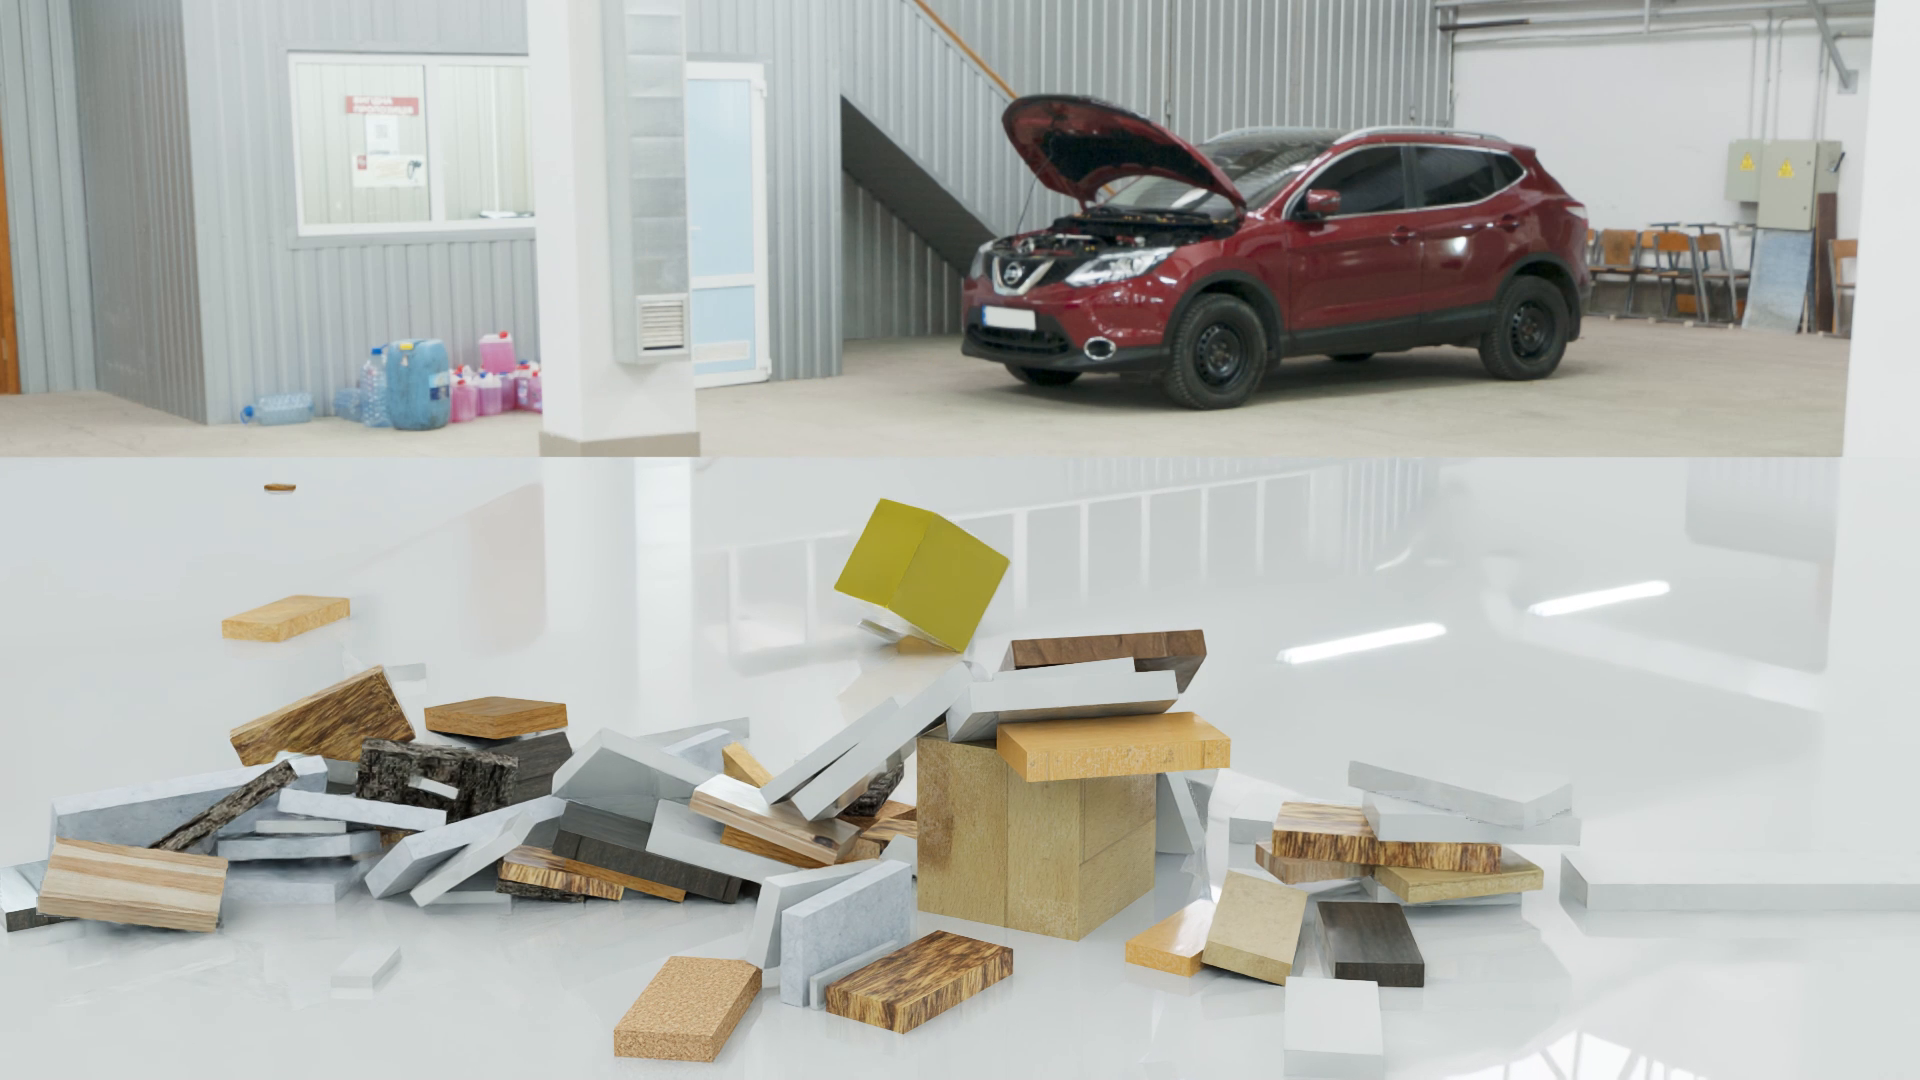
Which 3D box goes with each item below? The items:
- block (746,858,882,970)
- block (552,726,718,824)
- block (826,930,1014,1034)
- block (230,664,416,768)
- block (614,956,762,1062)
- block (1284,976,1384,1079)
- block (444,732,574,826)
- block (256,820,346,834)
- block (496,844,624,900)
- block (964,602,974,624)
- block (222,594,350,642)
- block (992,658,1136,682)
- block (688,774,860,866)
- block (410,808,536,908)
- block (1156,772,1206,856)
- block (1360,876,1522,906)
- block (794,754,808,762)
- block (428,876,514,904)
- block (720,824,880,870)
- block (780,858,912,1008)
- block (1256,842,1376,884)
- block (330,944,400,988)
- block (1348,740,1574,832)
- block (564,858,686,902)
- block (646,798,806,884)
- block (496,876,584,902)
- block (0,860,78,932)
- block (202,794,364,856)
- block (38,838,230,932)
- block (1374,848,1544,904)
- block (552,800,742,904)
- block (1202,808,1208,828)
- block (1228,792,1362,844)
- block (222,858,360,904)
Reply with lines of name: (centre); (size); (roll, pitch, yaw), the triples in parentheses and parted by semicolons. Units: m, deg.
block: (-0.211, 0.565, 3.335); (0.037, 0.130, 0.260); (19, 11, 35)
block: (-0.522, 0.432, 3.762); (0.310, 0.155, 0.044); (27, 36, -30)
block: (-0.056, 0.649, 3.245); (0.139, 0.039, 0.278); (7, 13, 34)
block: (-1.204, 0.368, 4.159); (0.302, 0.151, 0.043); (-24, 21, -8)
block: (-0.385, 0.668, 3.144); (0.139, 0.039, 0.278); (2, 11, 9)
block: (0.521, 0.681, 3.077); (0.131, 0.037, 0.263); (2, 11, 9)
block: (-0.827, 0.452, 4.011); (0.297, 0.148, 0.042); (-11, -20, -45)
block: (-1.093, 0.477, 3.651); (0.142, 0.020, 0.071); (2, -8, -17)
block: (-0.663, 0.547, 3.641); (0.203, 0.029, 0.101); (14, 8, -19)
block: (0.022, 0.187, 5.665); (0.014, 0.050, 0.101); (6, 4, 3)
block: (-1.727, 0.199, 5.647); (0.162, 0.046, 0.324); (3, 11, 16)
block: (0.162, 0.231, 3.510); (0.224, 0.032, 0.112); (-6, -19, -5)
block: (-0.306, 0.462, 3.642); (0.260, 0.037, 0.130); (20, 9, 10)
block: (-0.793, 0.518, 3.583); (0.203, 0.029, 0.101); (-32, 9, 8)
block: (0.295, 0.398, 3.791); (0.167, 0.335, 0.047); (0, 36, 32)
block: (0.802, 0.572, 3.672); (0.241, 0.034, 0.121); (-1, 10, -3)
block: (-0.261, 0.421, 4.144); (0.095, 0.014, 0.048); (0, -33, 3)
block: (-0.813, 0.582, 3.657); (0.142, 0.020, 0.071); (0, 11, -2)
block: (-0.265, 0.508, 3.679); (0.260, 0.037, 0.130); (17, 9, -4)
block: (-0.168, 0.587, 3.301); (0.039, 0.139, 0.278); (9, 14, 32)
block: (0.632, 0.532, 3.698); (0.241, 0.034, 0.121); (-3, 11, -17)
block: (-0.898, 0.645, 3.326); (0.063, 0.018, 0.127); (1, 11, 5)
block: (0.829, 0.405, 3.654); (0.326, 0.046, 0.163); (11, 15, 41)
block: (-0.553, 0.546, 3.661); (0.203, 0.029, 0.101); (17, 9, -7)
block: (-0.365, 0.518, 3.683); (0.310, 0.044, 0.155); (17, 9, -6)
block: (-0.694, 0.571, 3.646); (0.142, 0.020, 0.071); (9, 9, -10)
block: (-1.531, 0.583, 3.614); (0.117, 0.033, 0.235); (-7, 13, -34)
block: (-1.180, 0.501, 3.860); (0.268, 0.038, 0.134); (-7, -21, -31)
block: (-1.312, 0.549, 3.498); (0.265, 0.037, 0.132); (10, 33, -15)
block: (0.818, 0.549, 3.609); (0.241, 0.034, 0.121); (-3, 11, -15)
block: (-0.517, 0.519, 3.664); (0.310, 0.044, 0.155); (17, 9, -8)
block: (0.388, 0.474, 4.173); (0.159, 0.045, 0.318); (1, 11, 6)
block: (0.662, 0.514, 3.953); (0.326, 0.046, 0.163); (4, 11, 19)
block: (-1.141, 0.570, 3.685); (0.235, 0.033, 0.117); (1, 11, 5)
